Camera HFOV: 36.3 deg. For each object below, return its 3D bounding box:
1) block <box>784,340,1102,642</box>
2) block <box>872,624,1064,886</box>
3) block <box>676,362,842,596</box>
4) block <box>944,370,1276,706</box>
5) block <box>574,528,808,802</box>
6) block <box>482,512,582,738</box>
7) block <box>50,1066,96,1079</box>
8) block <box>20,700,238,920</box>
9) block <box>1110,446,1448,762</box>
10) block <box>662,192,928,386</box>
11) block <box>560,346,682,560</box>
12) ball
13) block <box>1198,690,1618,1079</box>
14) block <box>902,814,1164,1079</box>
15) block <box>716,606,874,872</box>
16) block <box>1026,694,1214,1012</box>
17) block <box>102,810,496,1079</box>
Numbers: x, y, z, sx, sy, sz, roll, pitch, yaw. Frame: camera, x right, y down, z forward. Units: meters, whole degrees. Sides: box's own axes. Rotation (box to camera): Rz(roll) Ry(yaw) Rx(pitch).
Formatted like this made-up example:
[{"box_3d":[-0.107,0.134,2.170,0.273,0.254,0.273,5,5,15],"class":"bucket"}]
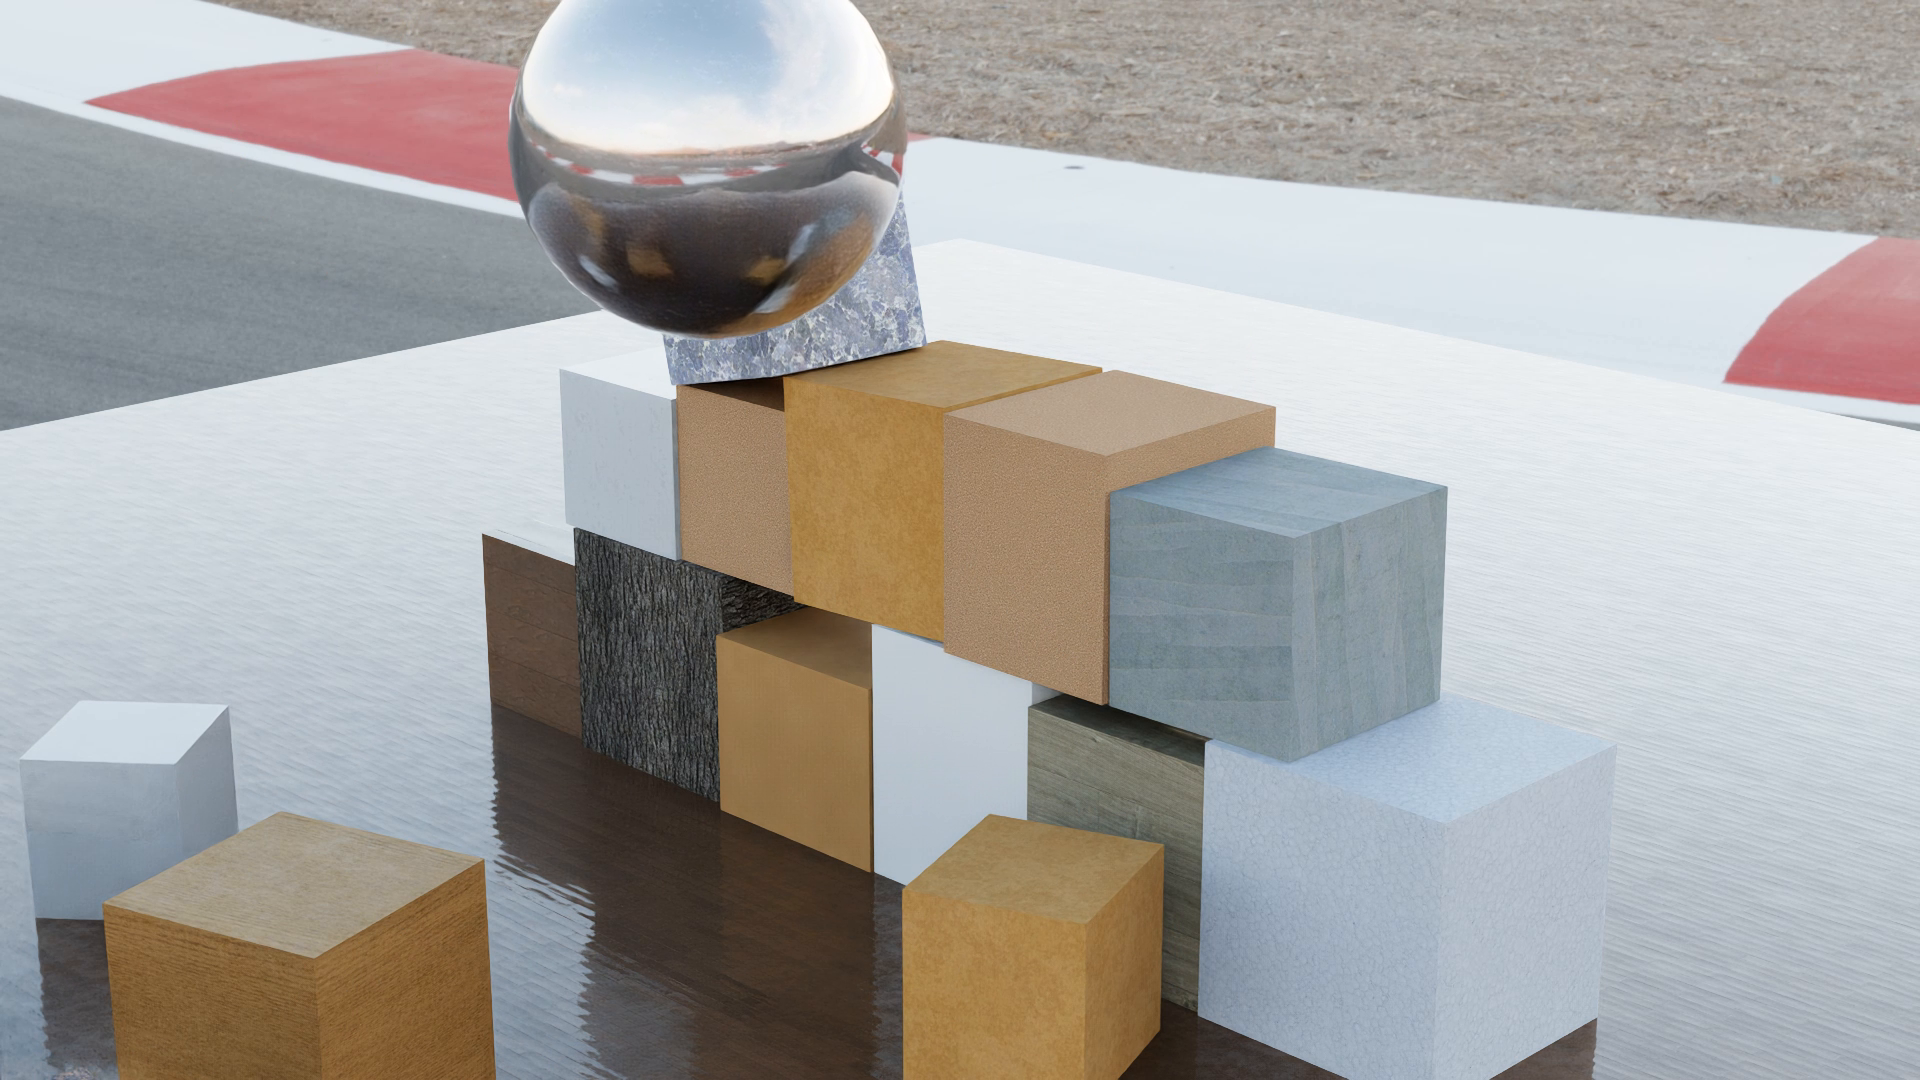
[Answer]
[{"box_3d":[-0.061,-0.247,13.354,1.008,1.059,1.030,-17,21,-42],"class":"block"},{"box_3d":[0.320,0.948,13.319,1.032,1.204,0.988,-17,24,-42],"class":"block"},{"box_3d":[-0.735,-0.330,14.035,0.852,0.877,0.874,16,24,43],"class":"block"},{"box_3d":[0.642,-0.041,12.666,0.929,1.075,1.088,17,24,42],"class":"block"},{"box_3d":[-1.195,0.516,14.758,0.949,1.166,1.133,-17,24,-42],"class":"block"},{"box_3d":[-1.898,0.410,15.476,0.854,0.937,0.854,-17,24,-42],"class":"block"},{"box_3d":[-2.931,2.342,9.223,0.821,0.762,0.881,-17,42,-41],"class":"block"},{"box_3d":[-3.726,1.215,13.220,0.697,0.754,0.732,1,18,5],"class":"block"},{"box_3d":[1.302,0.235,12.039,0.951,0.921,0.995,16,23,43],"class":"block"},{"box_3d":[-0.833,-1.273,13.713,0.876,0.926,0.873,-14,8,-37],"class":"block"},{"box_3d":[-1.362,-0.468,14.607,0.860,0.802,0.884,17,24,42],"class":"block"},{"box_3d":[-1.010,-1.608,11.778,1.600,1.600,1.600,0,17,0],"class":"ball"},{"box_3d":[1.805,1.389,11.912,1.154,1.207,1.174,-17,24,-42],"class":"block"},{"box_3d":[0.297,1.675,11.647,0.766,0.820,0.828,8,19,23],"class":"block"},{"box_3d":[-0.426,0.882,14.044,1.018,0.896,1.053,-17,24,-42],"class":"block"},{"box_3d":[1.016,1.219,12.652,1.068,1.087,0.991,-17,24,-42],"class":"block"},{"box_3d":[-2.497,1.744,11.181,1.002,0.969,0.993,9,20,27],"class":"block"}]
